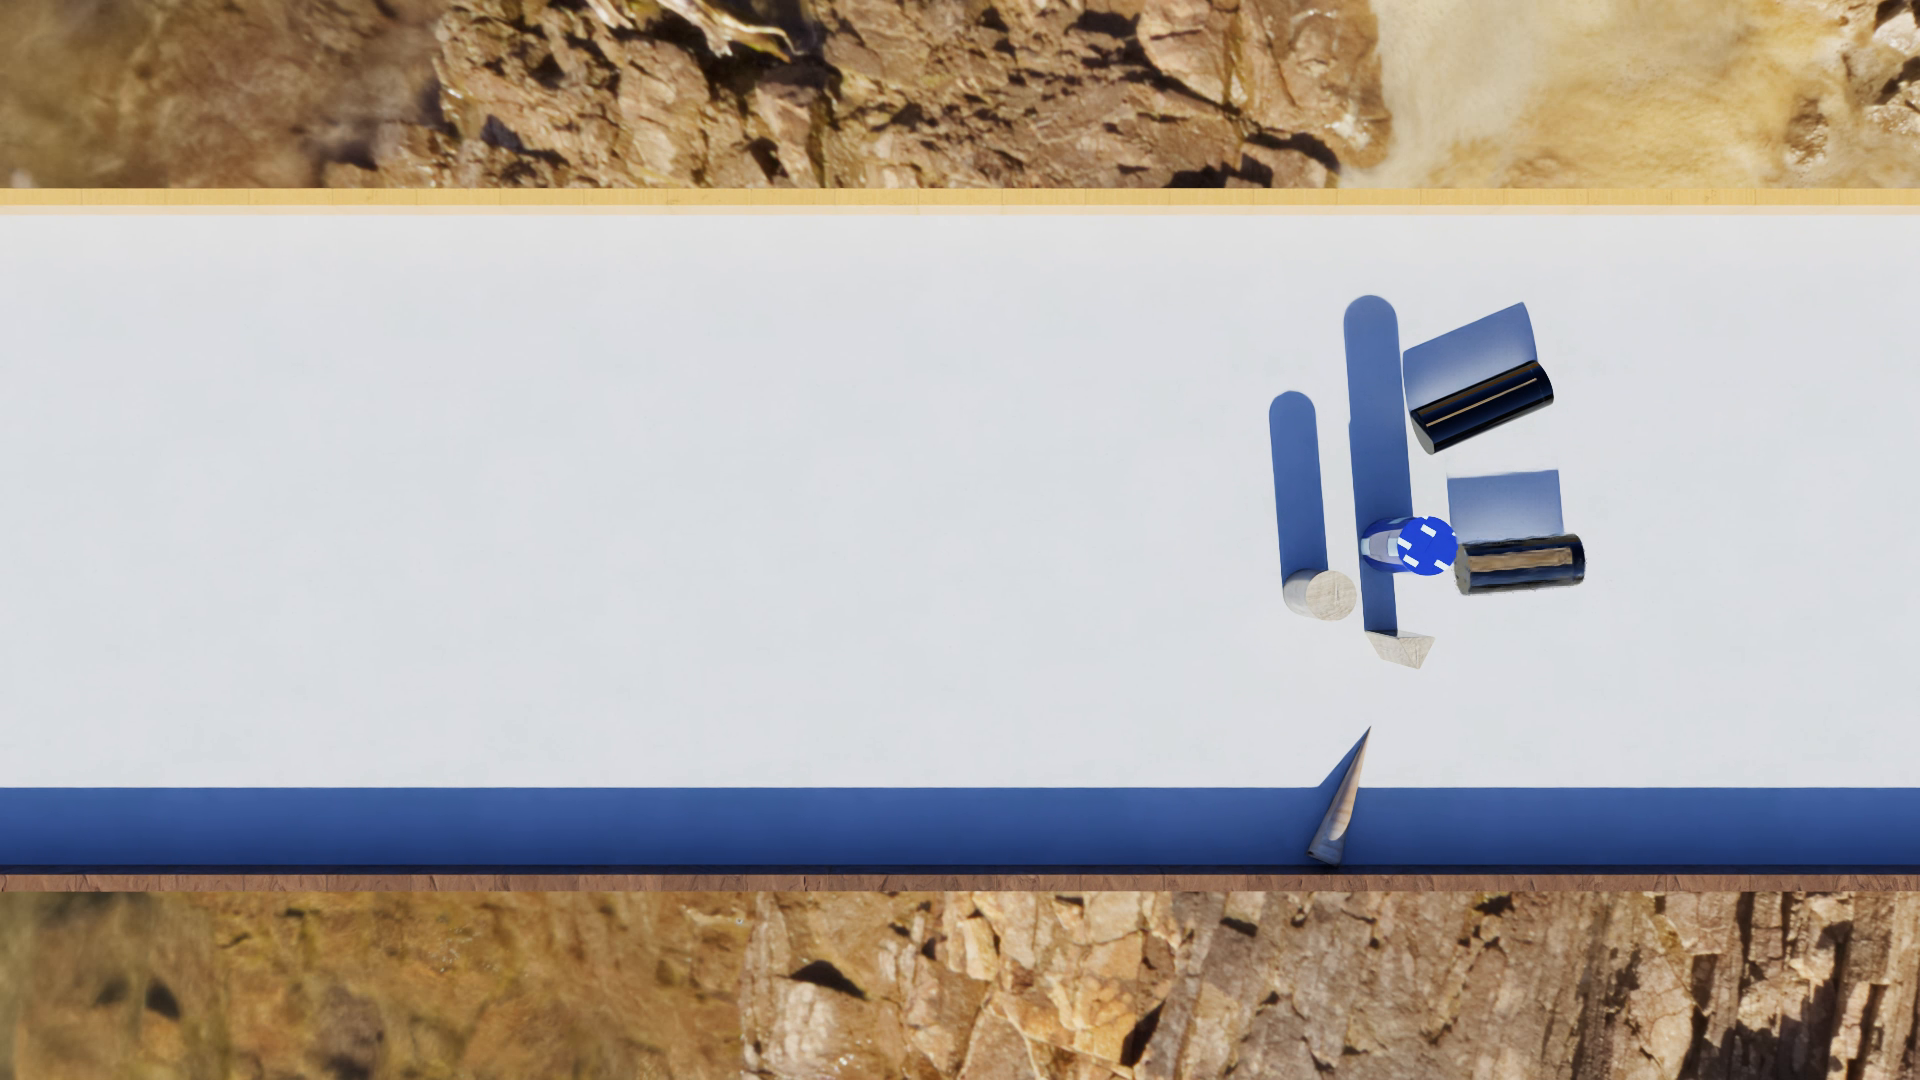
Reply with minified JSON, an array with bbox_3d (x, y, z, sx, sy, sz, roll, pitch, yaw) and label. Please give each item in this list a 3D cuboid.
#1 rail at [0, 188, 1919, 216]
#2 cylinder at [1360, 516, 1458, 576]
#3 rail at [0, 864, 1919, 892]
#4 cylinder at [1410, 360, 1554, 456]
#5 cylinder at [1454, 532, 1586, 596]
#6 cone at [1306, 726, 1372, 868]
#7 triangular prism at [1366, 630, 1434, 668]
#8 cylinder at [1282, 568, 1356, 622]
[{"bbox_3d":[-2.247,-1.025,5.002,12.000,0.150,0.050,0,90,0],"label":"rail"},{"bbox_3d":[1.318,0.017,4.862,0.169,0.429,0.169,0,90,0],"label":"cylinder"},{"bbox_3d":[-2.247,1.025,5.001,12.000,0.150,0.050,0,90,0],"label":"rail"},{"bbox_3d":[1.582,-0.402,5.002,0.391,0.150,0.150,-23,90,0],"label":"cylinder"},{"bbox_3d":[1.693,0.073,4.997,0.345,0.159,0.159,-5,90,0],"label":"cylinder"},{"bbox_3d":[1.186,0.772,5.049,0.109,0.109,0.449,22,83,0],"label":"cone"},{"bbox_3d":[1.310,0.300,4.876,0.088,0.401,0.101,-32,90,0],"label":"triangular prism"},{"bbox_3d":[1.066,0.161,4.906,0.147,0.342,0.147,0,90,0],"label":"cylinder"}]
